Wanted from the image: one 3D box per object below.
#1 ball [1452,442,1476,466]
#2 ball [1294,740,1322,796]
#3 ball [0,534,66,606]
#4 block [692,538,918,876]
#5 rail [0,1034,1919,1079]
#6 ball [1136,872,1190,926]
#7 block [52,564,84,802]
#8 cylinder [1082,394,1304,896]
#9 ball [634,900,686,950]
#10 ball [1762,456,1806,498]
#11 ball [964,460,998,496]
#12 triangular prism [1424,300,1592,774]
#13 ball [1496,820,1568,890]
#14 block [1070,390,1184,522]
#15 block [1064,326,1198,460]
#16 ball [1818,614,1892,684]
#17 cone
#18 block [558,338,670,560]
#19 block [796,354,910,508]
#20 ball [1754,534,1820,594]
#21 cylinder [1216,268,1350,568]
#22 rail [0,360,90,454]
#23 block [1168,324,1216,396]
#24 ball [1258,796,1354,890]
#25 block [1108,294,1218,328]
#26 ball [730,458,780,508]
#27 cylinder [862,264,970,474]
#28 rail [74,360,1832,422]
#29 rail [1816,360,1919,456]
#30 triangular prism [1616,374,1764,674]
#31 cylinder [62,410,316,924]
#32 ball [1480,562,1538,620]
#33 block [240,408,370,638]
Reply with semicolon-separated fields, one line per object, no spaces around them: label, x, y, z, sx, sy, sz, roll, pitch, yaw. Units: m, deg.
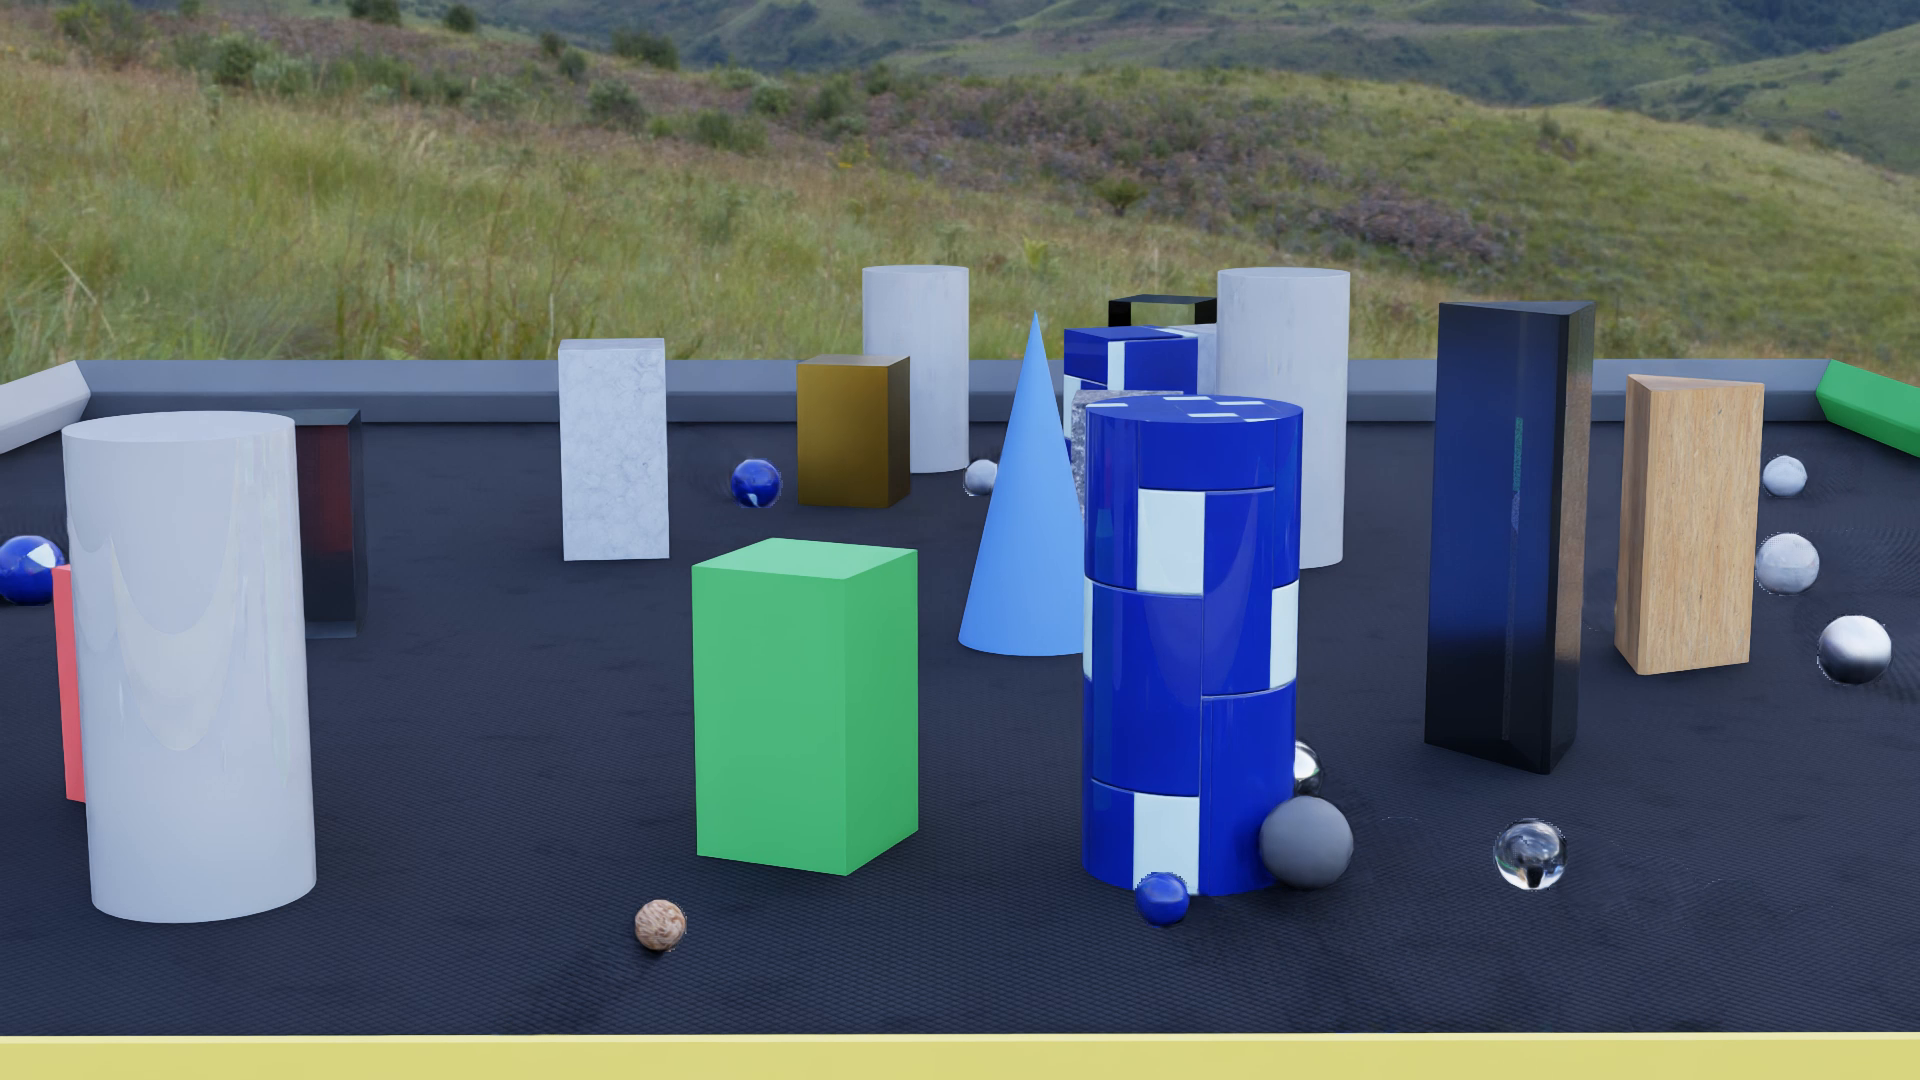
ball;0.923;-0.157;4.702;0.043;0.043;0.043;0;11;0
ball;0.322;0.232;2.533;0.071;0.071;0.071;0;11;0
ball;-1.266;0.041;3.488;0.097;0.097;0.097;0;11;0
block;-0.143;0.151;2.407;0.155;0.275;0.155;5;11;24
rail;0.011;0.369;1.639;3.614;0.126;0.045;0;11;0
ball;0.173;0.308;2.195;0.045;0.045;0.045;0;11;0
block;-0.790;0.139;2.580;0.155;0.236;0.155;6;12;31
cylinder;0.209;0.090;2.330;0.194;0.423;0.194;0;11;0
ball;-0.250;0.320;2.134;0.042;0.042;0.042;0;11;0
ball;1.401;-0.107;4.360;0.070;0.070;0.070;0;11;0
ball;0.040;-0.105;4.368;0.064;0.064;0.064;0;11;0
triangular prism;0.615;-0.011;2.727;0.146;0.478;0.168;-8;13;-36
ball;0.510;0.281;2.289;0.063;0.063;0.063;0;11;0
block;0.241;-0.077;3.687;0.155;0.257;0.155;1;11;5
block;0.266;-0.171;4.037;0.155;0.314;0.155;-4;11;-23
ball;1.062;0.130;3.045;0.083;0.083;0.083;0;11;0
cone;0.095;-0.081;3.253;0.194;0.423;0.194;0;11;0
block;-0.520;-0.139;3.866;0.155;0.313;0.155;-1;11;-7
block;-0.178;-0.186;4.327;0.155;0.237;0.155;2;11;12
ball;1.148;0.033;3.562;0.085;0.085;0.085;0;11;0
cylinder;0.475;-0.184;3.802;0.194;0.425;0.194;0;11;0
rail;-1.783;0.034;3.439;0.045;0.126;3.730;0;11;0
block;0.451;-0.204;4.264;0.155;0.296;0.155;-6;12;-28
ball;0.304;0.267;2.259;0.083;0.083;0.083;0;11;0
block;0.373;-0.288;4.689;0.155;0.305;0.155;6;12;27
ball;-0.339;-0.094;4.254;0.082;0.082;0.082;0;11;0
cylinder;-0.081;-0.315;4.687;0.194;0.359;0.194;0;11;0
rail;-0.011;-0.304;5.259;3.614;0.126;0.045;0;11;0
rail;1.783;0.031;3.459;0.045;0.126;3.730;0;11;0
triangular prism;0.867;-0.025;3.166;0.168;0.345;0.146;-5;12;-25
cylinder;-0.676;0.106;2.260;0.194;0.417;0.194;0;11;0
ball;0.727;0.068;3.396;0.077;0.077;0.077;0;11;0
block;-0.863;-0.023;3.341;0.155;0.276;0.155;-1;11;-7
